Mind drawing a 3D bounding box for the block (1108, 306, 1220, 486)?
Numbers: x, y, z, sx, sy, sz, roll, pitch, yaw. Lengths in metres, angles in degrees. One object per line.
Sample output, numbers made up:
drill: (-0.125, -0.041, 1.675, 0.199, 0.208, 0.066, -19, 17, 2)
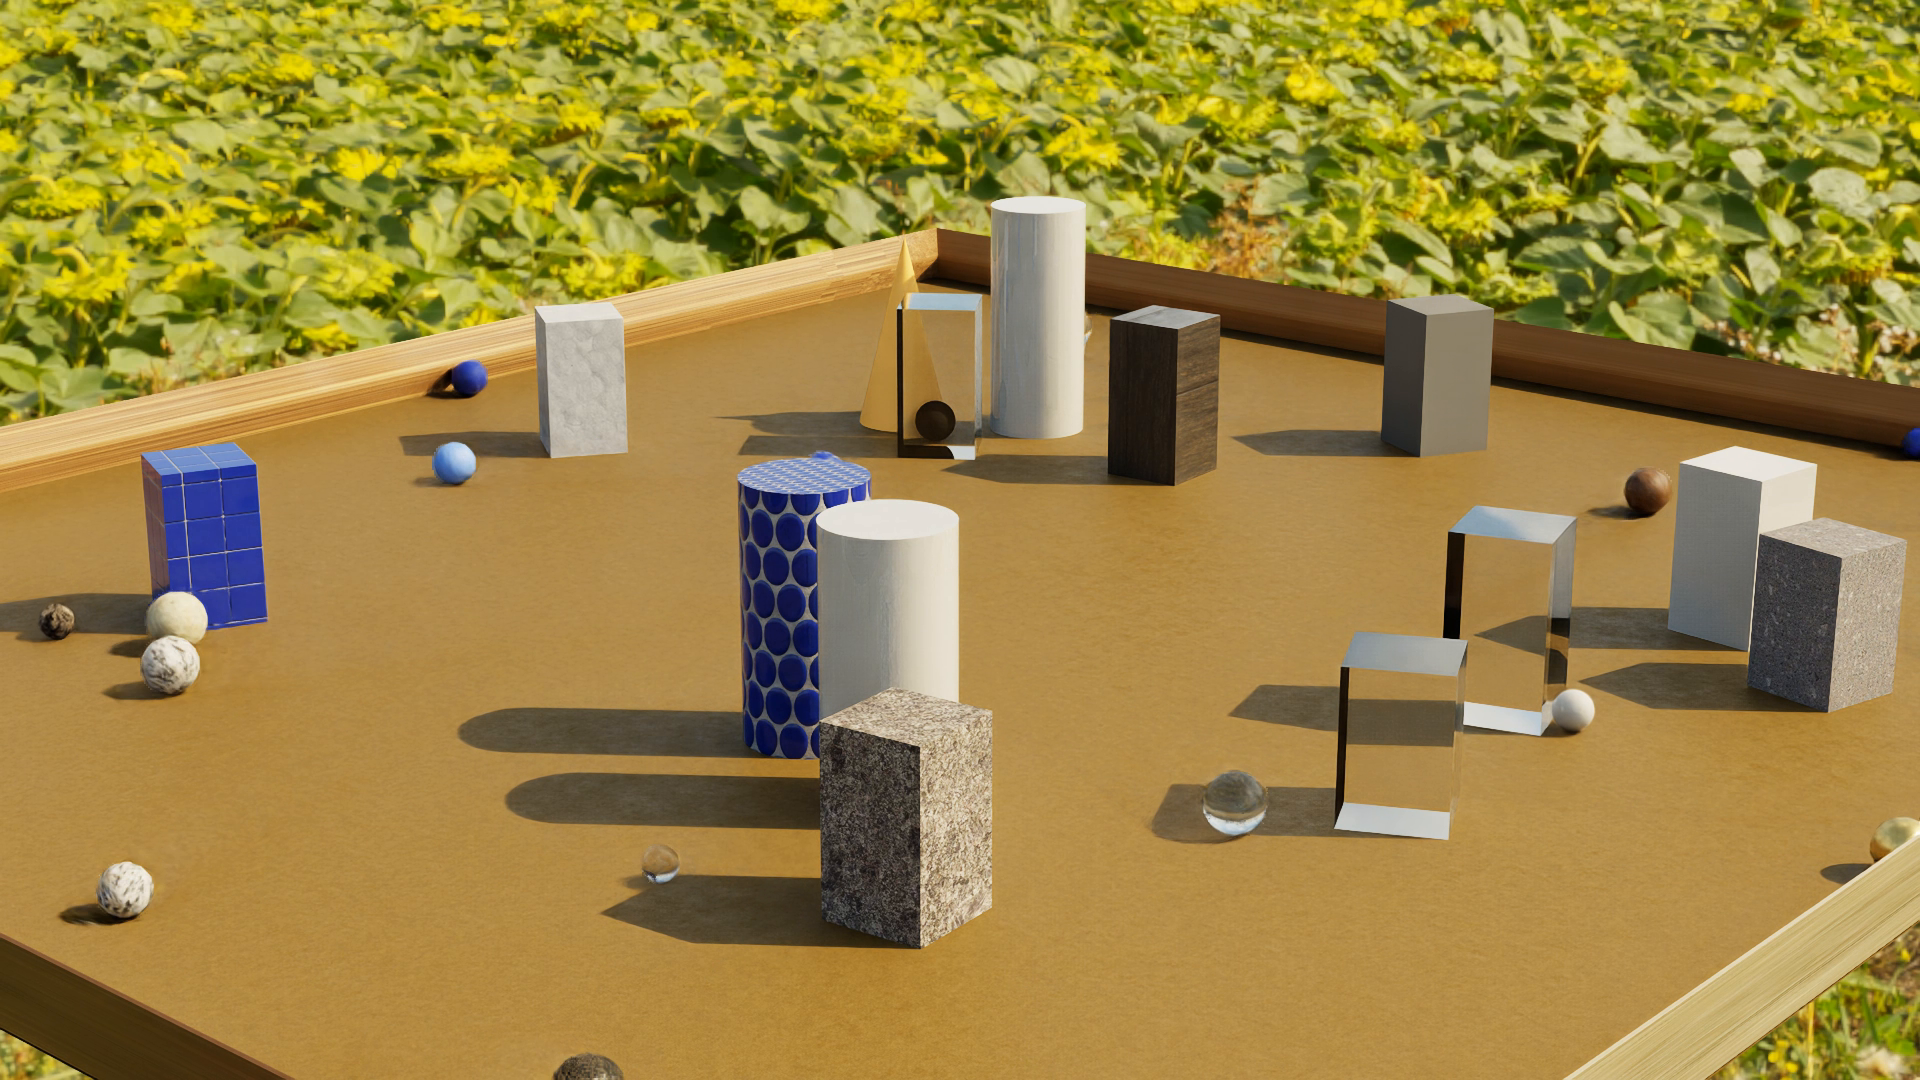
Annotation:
block: (0.408, -0.291, 5.869, 0.159, 0.318, 0.159, 12, 20, 34)

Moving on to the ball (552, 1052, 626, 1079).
ball: (-0.413, 0.615, 3.261, 0.088, 0.088, 0.088, 0, 17, 0)

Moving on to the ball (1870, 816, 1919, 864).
ball: (1.266, 0.413, 3.939, 0.083, 0.083, 0.083, 0, 17, 0)

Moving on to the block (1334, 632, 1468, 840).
block: (0.622, 0.273, 4.130, 0.159, 0.241, 0.159, 4, 17, 14)

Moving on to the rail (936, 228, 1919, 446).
rail: (1.321, -0.406, 6.576, 3.704, 0.129, 0.045, 14, 22, 39)

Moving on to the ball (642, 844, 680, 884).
ball: (-0.401, 0.434, 3.927, 0.051, 0.051, 0.051, 0, 17, 0)

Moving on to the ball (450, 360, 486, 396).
ball: (-1.092, -0.360, 6.514, 0.079, 0.079, 0.079, 0, 17, 0)

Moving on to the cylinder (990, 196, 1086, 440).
cylinder: (0.163, -0.470, 6.184, 0.199, 0.479, 0.199, 0, 17, 0)

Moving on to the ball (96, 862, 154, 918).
ball: (-1.087, 0.456, 3.817, 0.072, 0.072, 0.072, 0, 17, 0)

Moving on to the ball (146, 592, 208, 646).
ball: (-1.293, 0.133, 4.842, 0.098, 0.098, 0.098, 0, 17, 0)

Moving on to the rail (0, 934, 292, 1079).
rail: (-1.321, 0.471, 3.663, 3.704, 0.129, 0.045, 14, 22, 39)

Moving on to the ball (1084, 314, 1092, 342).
ball: (0.266, -0.503, 6.962, 0.094, 0.094, 0.094, 0, 17, 0)

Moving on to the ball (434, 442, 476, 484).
ball: (-1.002, -0.153, 5.818, 0.083, 0.083, 0.083, 0, 17, 0)

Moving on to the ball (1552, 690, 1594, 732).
ball: (0.937, 0.260, 4.478, 0.065, 0.065, 0.065, 0, 17, 0)

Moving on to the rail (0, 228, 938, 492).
rail: (-1.381, -0.313, 6.268, 0.045, 0.129, 4.076, 14, 22, 39)

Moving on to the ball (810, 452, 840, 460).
ball: (-0.267, -0.133, 5.754, 0.081, 0.081, 0.081, 0, 17, 0)

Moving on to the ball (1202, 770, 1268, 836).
ball: (0.383, 0.366, 4.084, 0.090, 0.090, 0.090, 0, 17, 0)

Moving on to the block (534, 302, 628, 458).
block: (-0.784, -0.332, 6.066, 0.159, 0.284, 0.159, -5, 17, -15)

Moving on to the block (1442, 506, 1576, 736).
block: (0.845, 0.122, 4.521, 0.159, 0.305, 0.159, 8, 18, 24)

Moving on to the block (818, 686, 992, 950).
block: (-0.069, 0.357, 3.793, 0.159, 0.275, 0.159, 11, 20, 33)

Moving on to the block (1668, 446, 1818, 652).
block: (1.308, 0.013, 4.907, 0.159, 0.292, 0.159, -14, 22, -40)

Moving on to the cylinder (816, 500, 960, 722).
cylinder: (-0.101, 0.175, 4.134, 0.199, 0.426, 0.199, 0, 17, 0)

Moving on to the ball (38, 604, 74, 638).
ball: (-1.511, 0.135, 4.904, 0.059, 0.059, 0.059, 0, 17, 0)

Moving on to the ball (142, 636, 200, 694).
ball: (-1.250, 0.197, 4.643, 0.090, 0.090, 0.090, 0, 17, 0)

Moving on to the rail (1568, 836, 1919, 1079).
rail: (1.381, 0.378, 3.972, 0.045, 0.129, 4.076, 14, 22, 39)

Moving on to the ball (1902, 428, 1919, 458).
ball: (1.962, -0.198, 6.003, 0.063, 0.063, 0.063, 0, 17, 0)

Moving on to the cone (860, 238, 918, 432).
cone: (-0.117, -0.450, 6.251, 0.199, 0.403, 0.199, 0, 17, 0)

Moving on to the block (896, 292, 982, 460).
block: (-0.041, -0.339, 6.039, 0.159, 0.311, 0.159, 2, 17, 5)

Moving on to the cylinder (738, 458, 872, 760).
cylinder: (-0.231, 0.102, 4.405, 0.199, 0.411, 0.199, 0, 17, 0)

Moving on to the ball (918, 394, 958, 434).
ball: (-0.046, -0.266, 6.189, 0.085, 0.085, 0.085, 0, 17, 0)

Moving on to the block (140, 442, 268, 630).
block: (-1.285, -0.004, 4.986, 0.159, 0.278, 0.159, -8, 19, -26)

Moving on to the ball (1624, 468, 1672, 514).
ball: (1.316, -0.093, 5.612, 0.088, 0.088, 0.088, 0, 17, 0)

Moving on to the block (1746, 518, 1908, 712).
block: (1.368, 0.116, 4.632, 0.159, 0.252, 0.159, -12, 20, -34)

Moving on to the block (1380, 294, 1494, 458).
block: (0.988, -0.342, 6.073, 0.159, 0.298, 0.159, -7, 18, -21)
